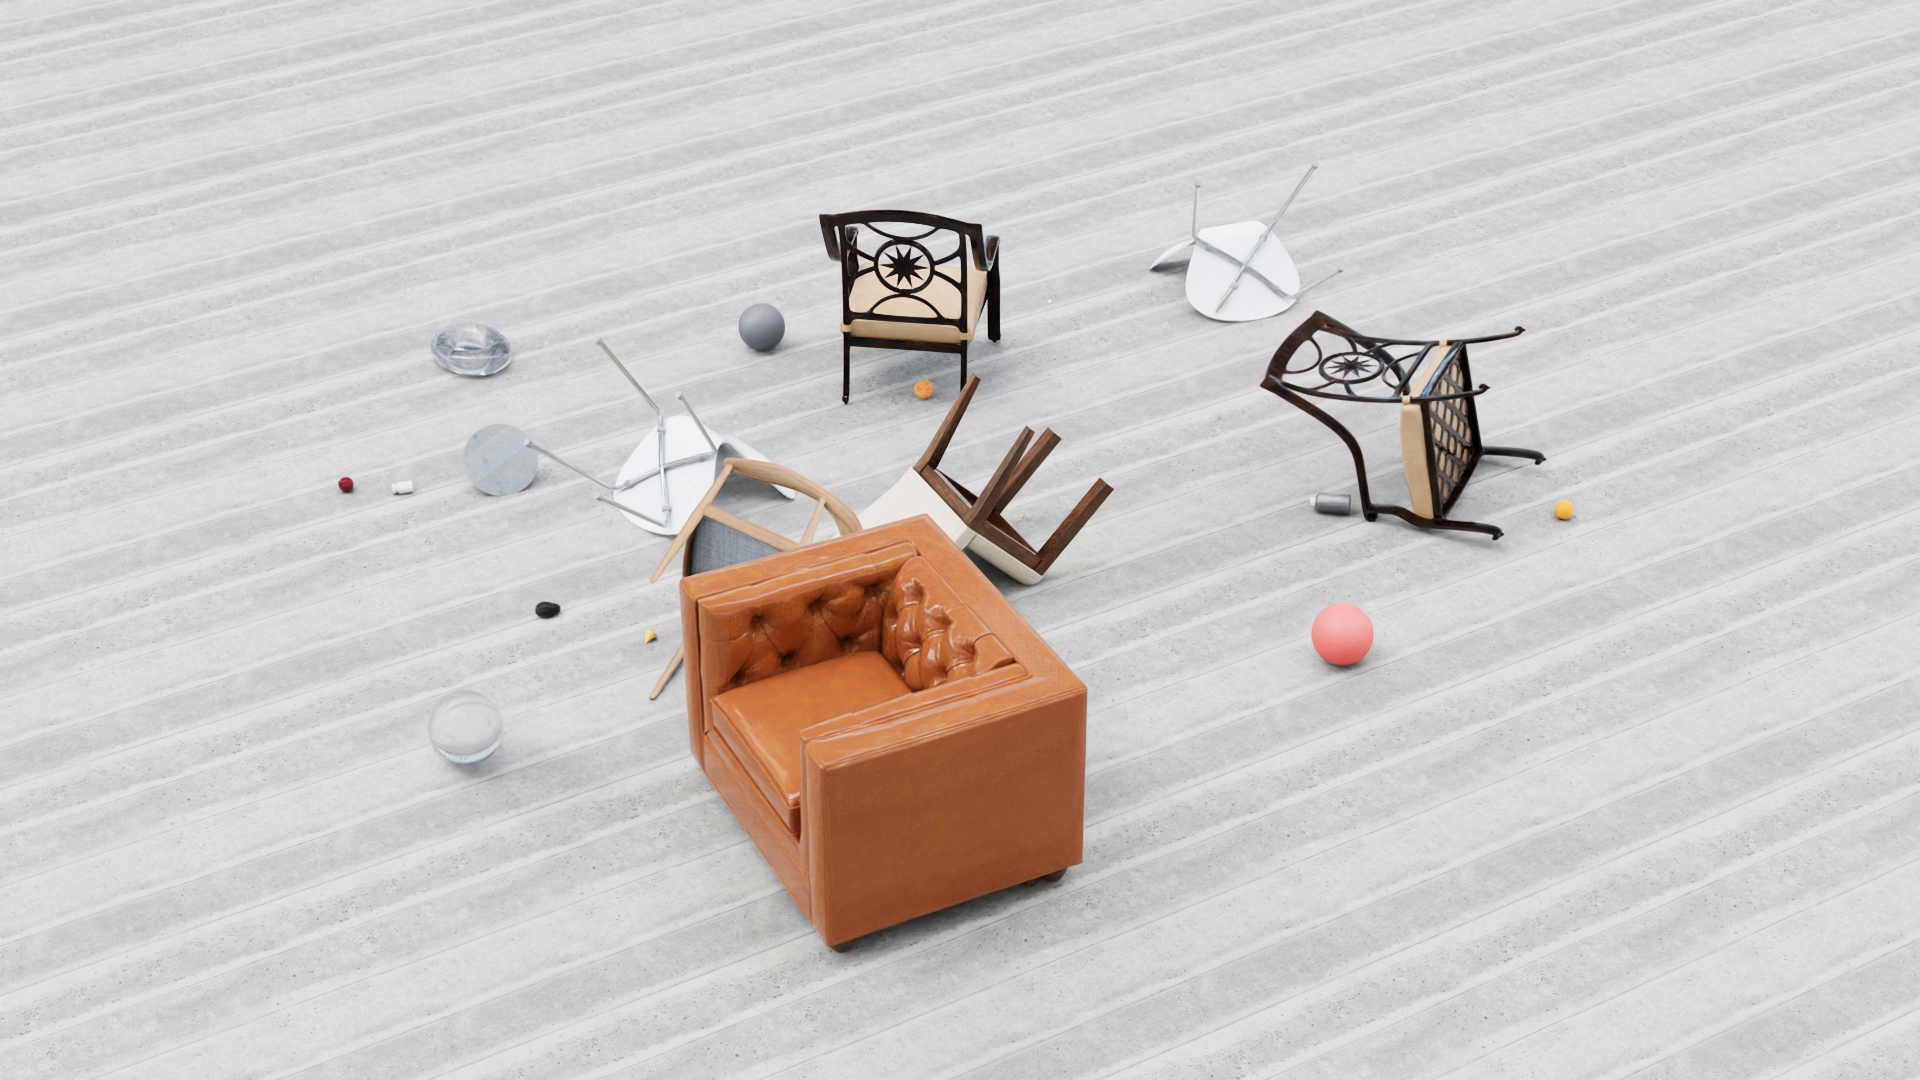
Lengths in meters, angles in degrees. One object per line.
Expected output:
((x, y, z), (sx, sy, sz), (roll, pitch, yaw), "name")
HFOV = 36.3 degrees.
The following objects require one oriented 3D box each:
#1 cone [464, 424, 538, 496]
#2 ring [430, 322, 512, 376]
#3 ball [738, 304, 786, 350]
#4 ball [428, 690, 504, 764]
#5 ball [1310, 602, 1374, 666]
((-1.775, -0.292, 11.296), (0.285, 0.145, 0.284), (-31, 86, -18), "cone")
((-2.008, -0.785, 12.047), (0.381, 0.101, 0.299), (29, 44, 35), "ring")
((-0.818, -0.881, 12.104), (0.195, 0.195, 0.195), (0, 33, 0), "ball")
((-1.646, 0.625, 9.770), (0.248, 0.248, 0.248), (0, 33, 0), "ball")
((1.336, 0.329, 10.247), (0.218, 0.218, 0.218), (0, 33, 0), "ball")
